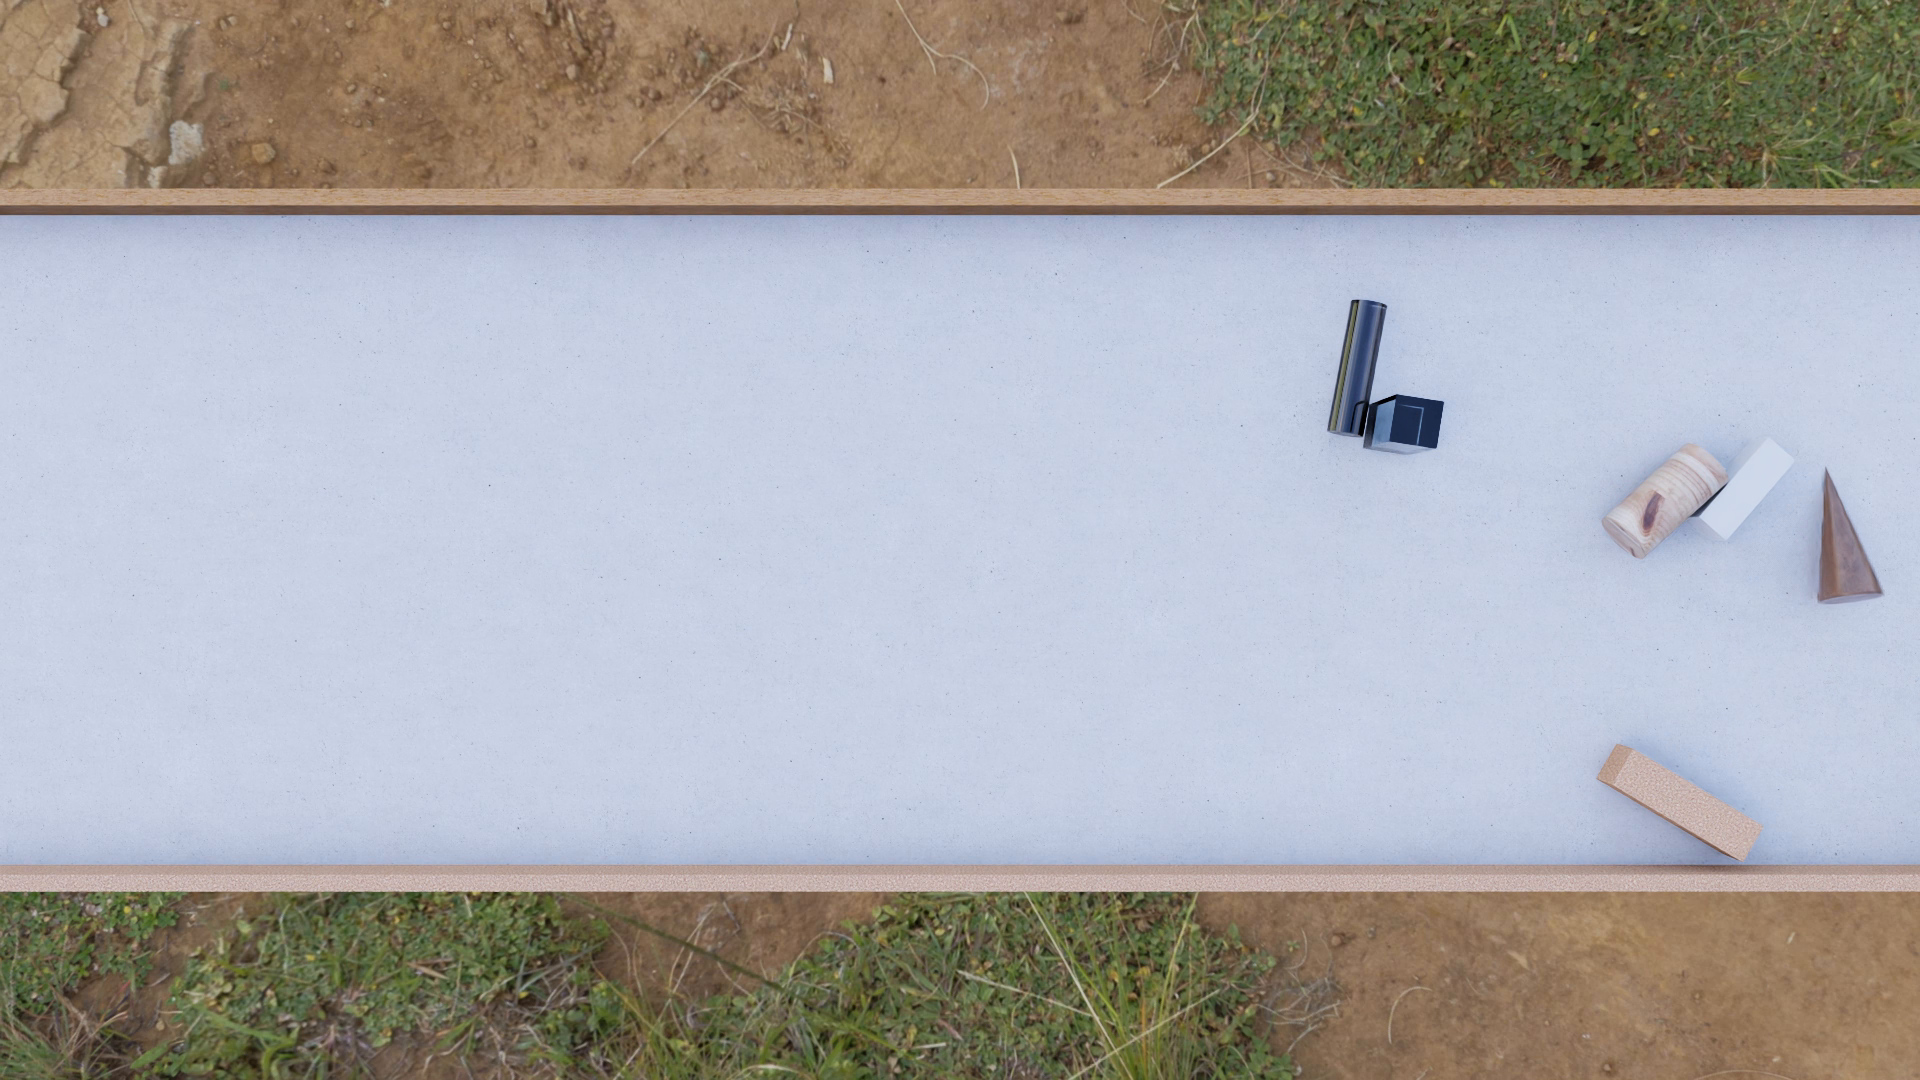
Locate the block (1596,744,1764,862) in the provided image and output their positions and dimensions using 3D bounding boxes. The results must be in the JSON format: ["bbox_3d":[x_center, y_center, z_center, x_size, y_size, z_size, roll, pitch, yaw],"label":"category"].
[{"bbox_3d":[2.186,0.797,5.014,0.457,0.125,0.125,31,90,0],"label":"block"}]

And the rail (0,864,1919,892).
[{"bbox_3d":[-2.247,1.025,5.001,12.000,0.150,0.050,0,90,0],"label":"rail"}]

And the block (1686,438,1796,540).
[{"bbox_3d":[2.372,-0.154,5.022,0.108,0.108,0.319,41,90,0],"label":"block"}]

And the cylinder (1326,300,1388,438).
[{"bbox_3d":[1.208,-0.521,5.022,0.110,0.110,0.404,11,90,0],"label":"cylinder"}]

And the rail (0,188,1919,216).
[{"bbox_3d":[-2.247,-1.025,5.002,12.000,0.150,0.050,0,90,0],"label":"rail"}]

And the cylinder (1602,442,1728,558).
[{"bbox_3d":[2.132,-0.118,4.993,0.340,0.167,0.167,-42,90,0],"label":"cylinder"}]

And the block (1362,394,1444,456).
[{"bbox_3d":[1.314,-0.340,4.905,0.138,0.341,0.138,9,90,1],"label":"block"}]

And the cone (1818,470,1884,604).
[{"bbox_3d":[2.679,-0.025,5.033,0.177,0.177,0.415,-4,78,0],"label":"cone"}]
